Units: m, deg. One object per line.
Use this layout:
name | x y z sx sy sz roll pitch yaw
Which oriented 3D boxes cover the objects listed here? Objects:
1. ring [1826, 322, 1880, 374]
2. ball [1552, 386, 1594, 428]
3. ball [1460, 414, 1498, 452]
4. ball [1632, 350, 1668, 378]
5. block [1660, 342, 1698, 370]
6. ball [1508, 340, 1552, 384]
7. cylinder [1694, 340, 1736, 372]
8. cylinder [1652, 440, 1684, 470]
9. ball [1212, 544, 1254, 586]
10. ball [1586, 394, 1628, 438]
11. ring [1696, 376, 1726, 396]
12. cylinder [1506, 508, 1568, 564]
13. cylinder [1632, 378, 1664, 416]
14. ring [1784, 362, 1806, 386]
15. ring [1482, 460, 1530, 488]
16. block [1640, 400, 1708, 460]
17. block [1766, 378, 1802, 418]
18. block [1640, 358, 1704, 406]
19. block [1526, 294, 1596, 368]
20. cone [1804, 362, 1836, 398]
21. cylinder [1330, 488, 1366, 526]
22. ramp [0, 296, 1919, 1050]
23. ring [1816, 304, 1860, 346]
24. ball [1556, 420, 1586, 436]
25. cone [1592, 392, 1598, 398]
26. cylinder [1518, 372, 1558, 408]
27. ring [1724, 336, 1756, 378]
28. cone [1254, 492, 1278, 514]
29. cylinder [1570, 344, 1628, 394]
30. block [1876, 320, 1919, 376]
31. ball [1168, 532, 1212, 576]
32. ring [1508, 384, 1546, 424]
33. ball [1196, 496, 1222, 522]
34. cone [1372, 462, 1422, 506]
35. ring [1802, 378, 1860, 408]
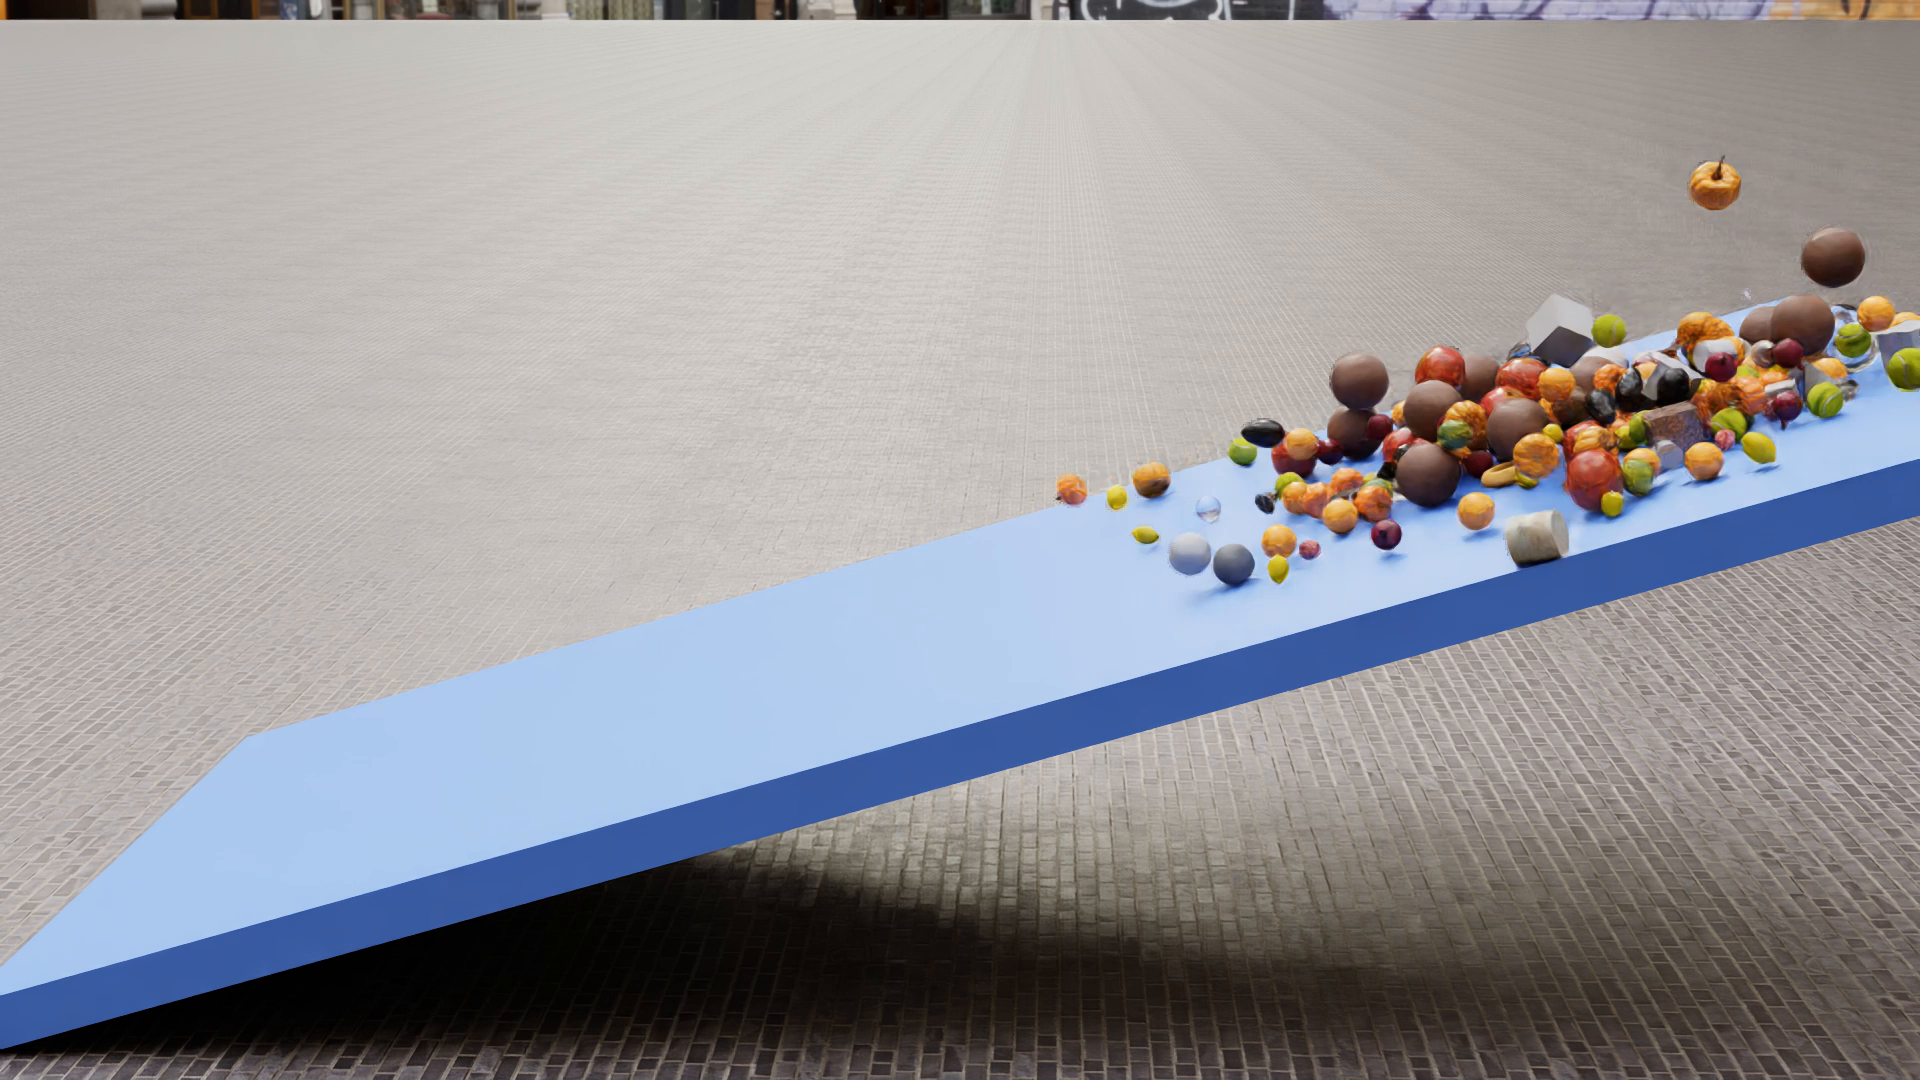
ring | 1.841 -0.396 6.061 0.041 0.123 0.123 39 -16 -37
ball | 1.253 -0.273 6.012 0.086 0.086 0.086 0 11 0
ball | 1.098 -0.225 6.228 0.081 0.081 0.081 0 11 0
ball | 1.527 -0.376 6.490 0.088 0.088 0.088 0 11 0
block | 1.615 -0.405 6.590 0.058 0.058 0.058 -21 11 -25
ball | 1.258 -0.395 6.502 0.096 0.096 0.096 0 11 0
cylinder | 1.502 -0.368 5.854 0.060 0.060 0.060 -6 12 -19
cylinder | 1.369 -0.165 5.695 0.051 0.051 0.051 0 11 0
ball | 0.539 0.048 5.804 0.083 0.083 0.083 0 11 0
ball | 1.347 -0.259 6.132 0.092 0.092 0.092 0 11 0
ring | 1.602 -0.329 6.290 0.075 0.025 0.075 -17 11 3
cylinder | 1.033 -0.006 5.264 0.086 0.086 0.086 -12 4 29
cylinder | 1.432 -0.299 6.086 0.076 0.076 0.076 -3 9 18
ring | 1.708 -0.331 6.024 0.026 0.078 0.078 39 23 14
ring | 1.112 -0.133 5.997 0.101 0.034 0.101 -20 9 3
block | 1.398 -0.209 5.760 0.094 0.094 0.094 -16 10 5
block | 1.642 -0.282 5.865 0.057 0.057 0.057 -13 12 20
block | 1.432 -0.312 5.911 0.077 0.077 0.077 35 24 24
block | 1.316 -0.457 6.436 0.100 0.100 0.100 20 46 -21
cone | 1.684 -0.327 5.808 0.067 0.067 0.067 -30 10 6
cylinder | 0.802 -0.068 6.076 0.060 0.060 0.060 -16 10 3
ramp | 0.091 0.187 6.320 4.000 0.100 2.000 -16 10 5
ring | 1.891 -0.463 6.336 0.105 0.105 0.035 -4 39 -22
ball | 1.301 -0.254 6.246 0.070 0.070 0.070 0 11 0
cone | 1.378 -0.282 6.408 0.055 0.055 0.055 -46 23 -8
cylinder | 1.303 -0.330 6.621 0.073 0.073 0.073 -21 11 2
ring | 1.640 -0.387 6.206 0.094 0.094 0.031 -5 -21 -27
cone | 0.659 -0.090 6.224 0.051 0.051 0.051 12 44 47
cylinder | 1.445 -0.385 6.651 0.097 0.097 0.097 10 25 42
block | 1.912 -0.386 5.898 0.090 0.090 0.090 -22 11 -27
ball | 0.455 0.028 5.813 0.085 0.085 0.085 0 11 0
ring | 1.223 -0.294 6.345 0.034 0.102 0.102 -44 18 -4
ball | 0.550 -0.069 6.508 0.058 0.058 0.058 0 11 0
cone | 0.922 -0.105 6.128 0.097 0.097 0.097 19 18 25
ring | 1.727 -0.290 5.832 0.111 0.037 0.111 -18 10 3
